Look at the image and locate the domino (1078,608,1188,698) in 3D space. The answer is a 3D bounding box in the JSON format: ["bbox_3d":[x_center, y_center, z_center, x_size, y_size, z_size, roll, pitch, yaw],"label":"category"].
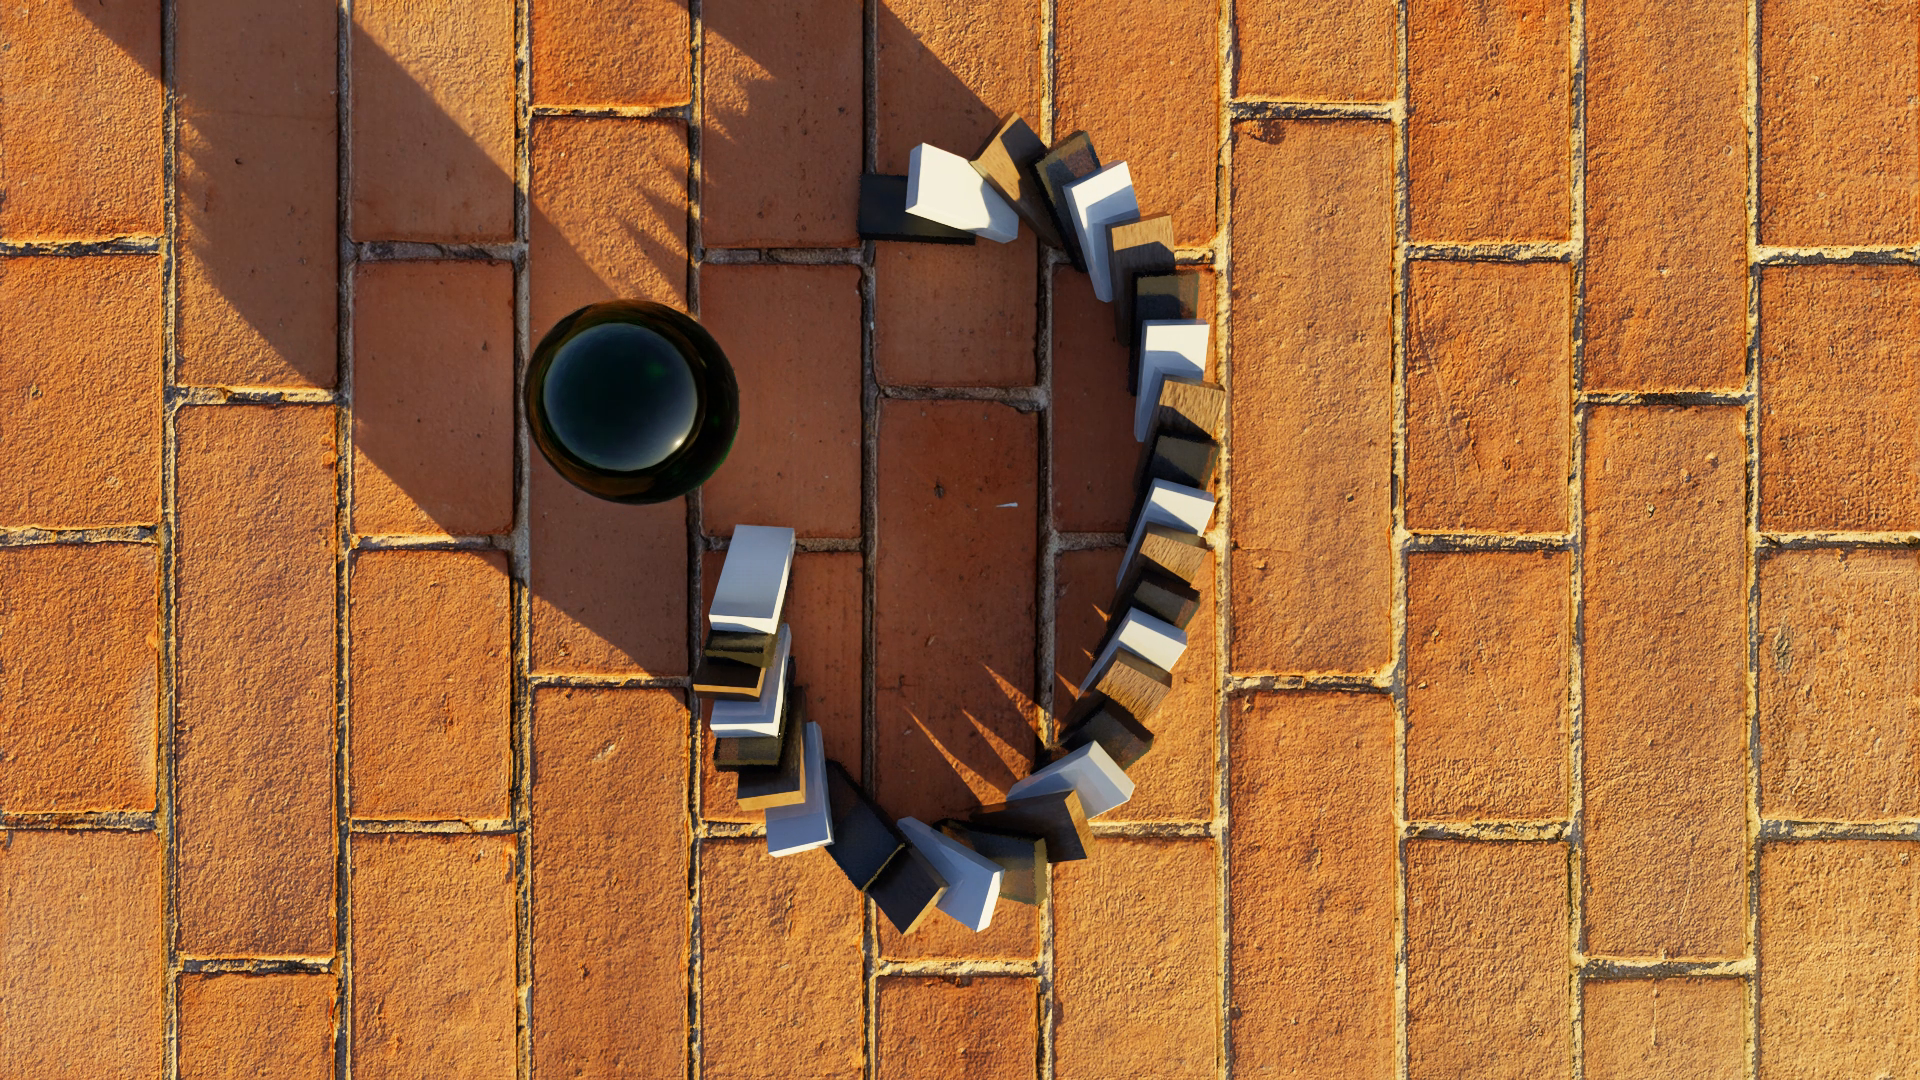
[{"bbox_3d":[0.071,0.054,0.382,0.025,0.010,0.050,25,123,-1],"label":"domino"}]

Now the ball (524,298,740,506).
[{"bbox_3d":[-0.127,-0.054,0.360,0.080,0.080,0.080,0,90,0],"label":"ball"}]

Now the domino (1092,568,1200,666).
[{"bbox_3d":[0.077,0.038,0.383,0.025,0.010,0.050,23,123,0],"label":"domino"}]

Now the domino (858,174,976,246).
[{"bbox_3d":[-0.018,-0.142,0.395,0.050,0.009,0.025,3,90,0],"label":"domino"}]

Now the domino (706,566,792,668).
[{"bbox_3d":[-0.086,0.029,0.379,0.025,0.009,0.050,4,46,0],"label":"domino"}]

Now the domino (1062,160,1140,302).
[{"bbox_3d":[0.063,-0.128,0.382,0.025,0.010,0.050,-28,121,-5],"label":"domino"}]

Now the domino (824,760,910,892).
[{"bbox_3d":[-0.047,0.119,0.384,0.050,0.010,0.025,41,90,30],"label":"domino"}]

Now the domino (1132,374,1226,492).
[{"bbox_3d":[0.091,-0.042,0.384,0.025,0.009,0.050,11,117,0],"label":"domino"}]

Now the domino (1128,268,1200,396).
[{"bbox_3d":[0.085,-0.086,0.384,0.025,0.009,0.050,-4,118,-1],"label":"domino"}]

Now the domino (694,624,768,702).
[{"bbox_3d":[-0.091,0.043,0.379,0.025,0.010,0.050,4,46,0],"label":"domino"}]

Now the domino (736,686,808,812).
[{"bbox_3d":[-0.077,0.085,0.379,0.025,0.009,0.050,-8,46,0],"label":"domino"}]

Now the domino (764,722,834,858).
[{"bbox_3d":[-0.069,0.104,0.383,0.025,0.009,0.050,-13,60,2],"label":"domino"}]

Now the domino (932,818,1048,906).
[{"bbox_3d":[0.012,0.133,0.382,0.050,0.009,0.025,-1,90,34],"label":"domino"}]

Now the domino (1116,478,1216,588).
[{"bbox_3d":[0.085,0.001,0.384,0.025,0.009,0.050,15,119,0],"label":"domino"}]

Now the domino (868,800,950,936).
[{"bbox_3d":[-0.030,0.136,0.383,0.050,0.009,0.025,40,96,29],"label":"domino"}]

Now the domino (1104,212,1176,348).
[{"bbox_3d":[0.077,-0.108,0.383,0.025,0.010,0.050,-14,119,-2],"label":"domino"}]

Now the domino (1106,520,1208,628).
[{"bbox_3d":[0.081,0.018,0.382,0.025,0.010,0.050,16,123,-1],"label":"domino"}]

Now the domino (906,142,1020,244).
[{"bbox_3d":[0.002,-0.143,0.381,0.050,0.009,0.025,6,88,-34],"label":"domino"}]

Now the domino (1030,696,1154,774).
[{"bbox_3d":[0.055,0.090,0.383,0.025,0.010,0.050,40,122,0],"label":"domino"}]

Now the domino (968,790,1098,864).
[{"bbox_3d":[0.030,0.121,0.382,0.050,0.010,0.025,-22,90,35],"label":"domino"}]

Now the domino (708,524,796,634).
[{"bbox_3d":[-0.085,0.015,0.379,0.025,0.010,0.050,4,46,0],"label":"domino"}]

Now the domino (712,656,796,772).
[{"bbox_3d":[-0.084,0.071,0.379,0.025,0.009,0.050,0,46,1],"label":"domino"}]

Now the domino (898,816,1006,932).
[{"bbox_3d":[-0.007,0.138,0.382,0.050,0.010,0.025,18,94,33],"label":"domino"}]

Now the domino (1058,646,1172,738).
[{"bbox_3d":[0.064,0.069,0.382,0.025,0.009,0.050,27,123,-3],"label":"domino"}]

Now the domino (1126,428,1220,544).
[{"bbox_3d":[0.089,-0.020,0.385,0.025,0.009,0.050,12,116,0],"label":"domino"}]

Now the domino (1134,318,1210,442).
[{"bbox_3d":[0.088,-0.066,0.384,0.025,0.009,0.050,-1,118,-1],"label":"domino"}]

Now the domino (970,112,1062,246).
[{"bbox_3d":[0.030,-0.150,0.384,0.050,0.010,0.025,38,90,-29],"label":"domino"}]

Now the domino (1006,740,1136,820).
[{"bbox_3d":[0.045,0.105,0.381,0.025,0.009,0.050,48,126,-3],"label":"domino"}]

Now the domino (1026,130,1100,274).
[{"bbox_3d":[0.050,-0.140,0.383,0.025,0.009,0.050,-34,121,-2],"label":"domino"}]

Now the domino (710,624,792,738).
[{"bbox_3d":[-0.086,0.057,0.379,0.025,0.009,0.050,-1,46,0],"label":"domino"}]
